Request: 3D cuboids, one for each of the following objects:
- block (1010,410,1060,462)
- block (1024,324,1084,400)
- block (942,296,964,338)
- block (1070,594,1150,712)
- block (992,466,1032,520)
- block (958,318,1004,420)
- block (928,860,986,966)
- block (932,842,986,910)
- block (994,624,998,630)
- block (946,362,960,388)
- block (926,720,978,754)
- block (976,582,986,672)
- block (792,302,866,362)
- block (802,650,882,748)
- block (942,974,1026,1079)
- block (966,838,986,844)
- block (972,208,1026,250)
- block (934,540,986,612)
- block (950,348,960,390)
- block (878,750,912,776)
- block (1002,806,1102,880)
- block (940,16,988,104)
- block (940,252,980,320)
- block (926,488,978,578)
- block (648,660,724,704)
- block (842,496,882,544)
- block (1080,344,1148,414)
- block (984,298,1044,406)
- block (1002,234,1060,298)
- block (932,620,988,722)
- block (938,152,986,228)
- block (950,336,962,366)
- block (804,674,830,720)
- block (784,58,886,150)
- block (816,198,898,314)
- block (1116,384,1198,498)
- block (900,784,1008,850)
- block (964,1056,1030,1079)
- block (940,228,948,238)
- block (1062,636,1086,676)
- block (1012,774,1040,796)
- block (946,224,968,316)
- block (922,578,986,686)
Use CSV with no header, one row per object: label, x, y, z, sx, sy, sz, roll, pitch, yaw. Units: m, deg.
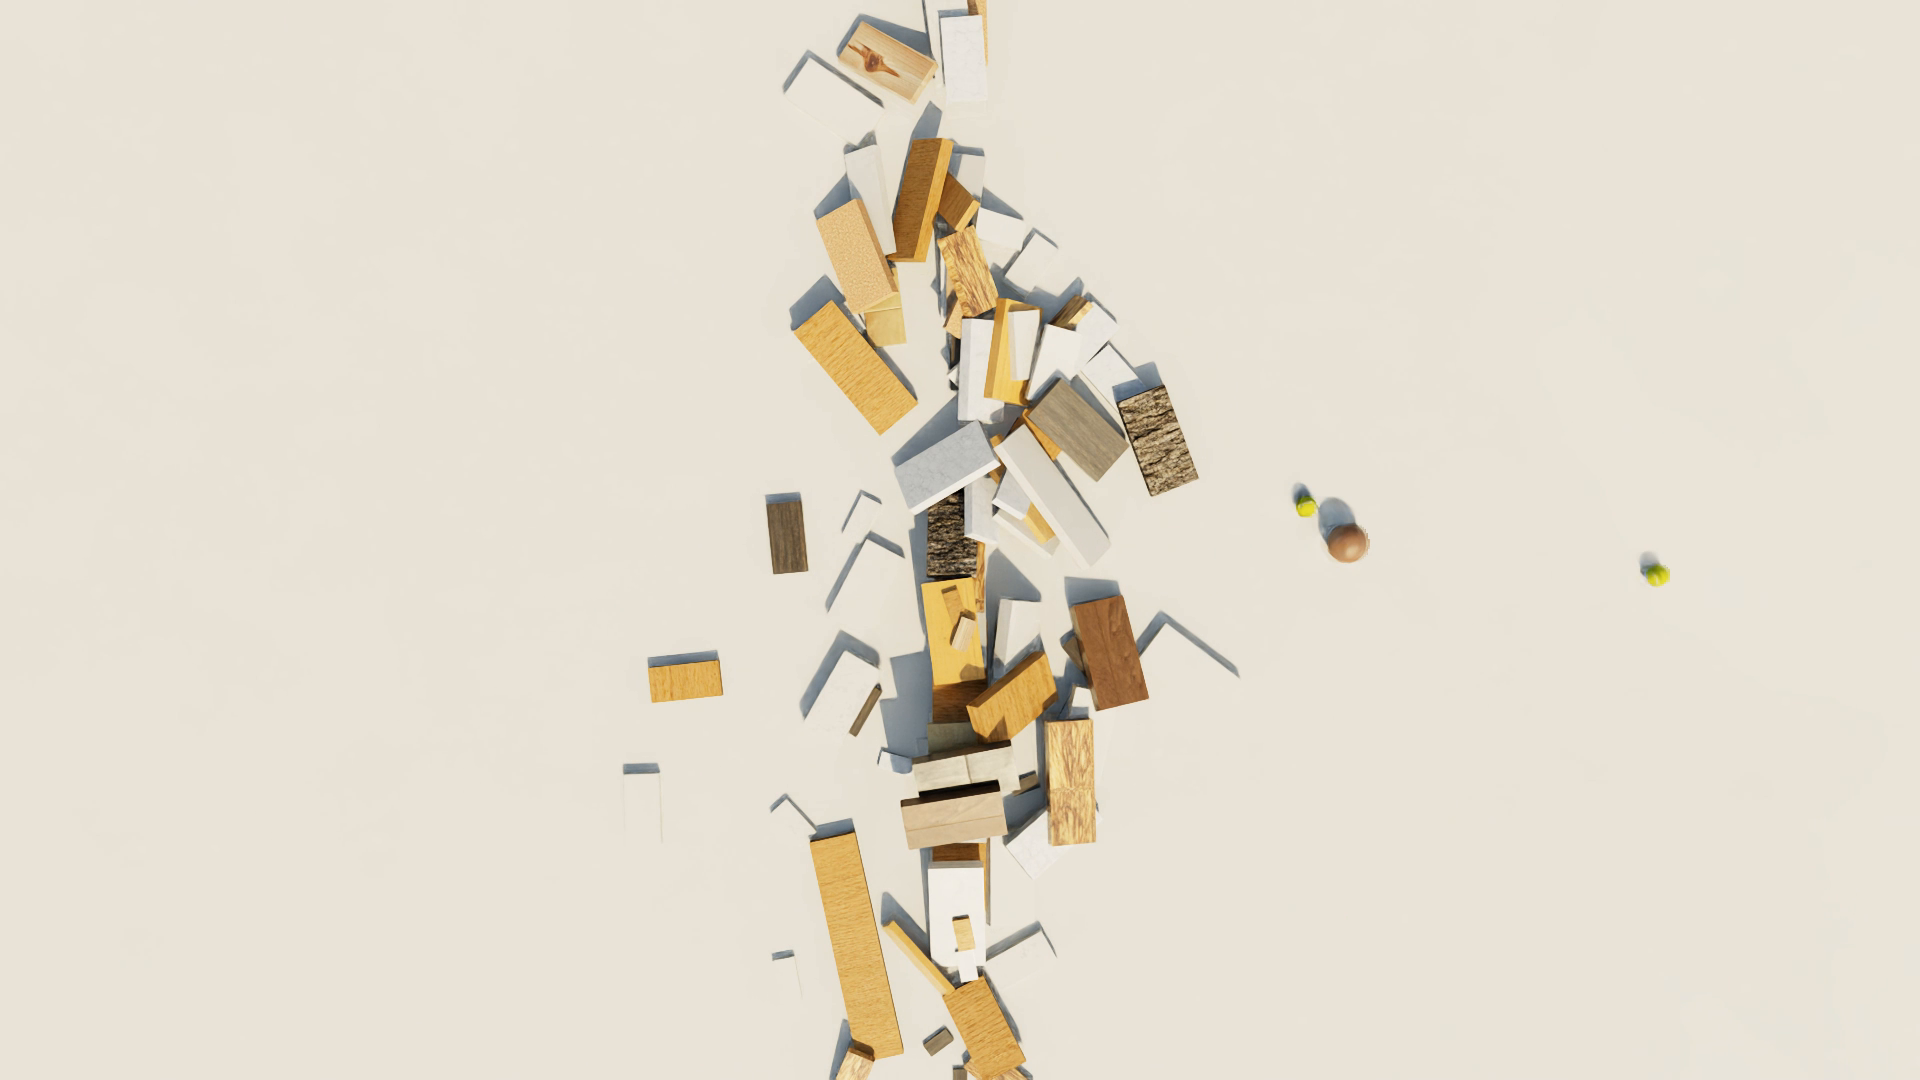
block,0.263,-0.347,5.463,0.176,0.025,0.088,36,90,0
block,0.308,-0.570,5.403,0.125,0.035,0.250,14,99,-14
block,0.001,-0.737,5.371,0.071,0.020,0.142,30,76,-34
block,0.492,0.373,5.431,0.176,0.050,0.352,-12,82,-15
block,0.192,-0.189,5.403,0.116,0.033,0.232,31,55,-13
block,0.075,-0.557,5.413,0.163,0.046,0.327,-2,97,-43
block,-0.009,1.229,5.424,0.179,0.051,0.358,-1,107,0
block,0.000,1.046,5.475,0.179,0.051,0.358,0,90,0
block,0.145,0.330,5.493,0.053,0.015,0.105,-4,90,0
block,0.026,-0.522,5.450,0.071,0.020,0.142,-40,122,7
block,-0.006,0.765,5.321,0.179,0.051,0.358,-3,92,0
block,0.002,0.267,5.427,0.164,0.047,0.329,-1,72,0
block,-0.436,-0.695,5.484,0.222,0.031,0.111,-29,90,0
block,-0.389,0.523,5.455,0.143,0.041,0.286,30,90,0
block,0.079,1.615,5.454,0.154,0.044,0.309,-27,82,-1
block,-0.001,0.815,5.435,0.179,0.051,0.358,0,77,0
block,0.125,-1.023,5.433,0.194,0.027,0.097,9,90,-35
block,0.000,0.074,5.433,0.164,0.047,0.329,1,74,0
block,0.002,-0.568,5.476,0.070,0.020,0.140,-1,102,0
block,-0.212,0.744,5.492,0.113,0.016,0.057,15,90,0
block,0.307,0.961,5.439,0.306,0.043,0.153,-40,101,-9
block,0.014,-1.573,5.400,0.135,0.038,0.270,-4,90,0
block,0.001,-0.856,5.449,0.128,0.036,0.256,0,103,0
block,-0.025,-0.038,5.411,0.163,0.046,0.327,1,70,0
block,-0.912,0.470,5.483,0.235,0.033,0.117,-6,90,0
block,-0.326,-0.067,5.489,0.074,0.021,0.149,26,90,0
block,0.529,-0.513,5.482,0.125,0.035,0.250,-42,90,0
block,0.175,-0.616,5.430,0.163,0.046,0.327,8,90,-40
block,0.234,-0.911,5.486,0.097,0.027,0.194,36,90,0
block,0.001,0.445,5.421,0.179,0.051,0.358,0,72,0
block,0.008,-1.149,5.450,0.128,0.036,0.256,7,76,2
block,0.006,-0.641,5.441,0.070,0.020,0.140,1,95,0
block,-0.441,0.545,5.488,0.087,0.025,0.174,28,90,0
block,-0.415,-1.447,5.479,0.303,0.043,0.152,35,90,0
block,-0.339,-0.933,5.430,0.167,0.047,0.333,-24,85,26
block,0.653,-0.328,5.453,0.166,0.047,0.332,-22,97,-3
block,-0.019,0.882,5.249,0.320,0.045,0.160,-9,113,0
block,0.131,1.782,5.484,0.221,0.031,0.110,42,90,0
block,0.000,-1.002,5.482,0.128,0.036,0.256,0,90,0
block,0.432,0.399,5.487,0.094,0.027,0.188,-39,90,0
block,0.217,0.816,5.493,0.094,0.013,0.047,-20,90,0
block,-0.008,-0.876,5.401,0.071,0.020,0.356,0,95,0
block,-0.022,0.295,5.339,0.164,0.047,0.329,-7,86,-1
